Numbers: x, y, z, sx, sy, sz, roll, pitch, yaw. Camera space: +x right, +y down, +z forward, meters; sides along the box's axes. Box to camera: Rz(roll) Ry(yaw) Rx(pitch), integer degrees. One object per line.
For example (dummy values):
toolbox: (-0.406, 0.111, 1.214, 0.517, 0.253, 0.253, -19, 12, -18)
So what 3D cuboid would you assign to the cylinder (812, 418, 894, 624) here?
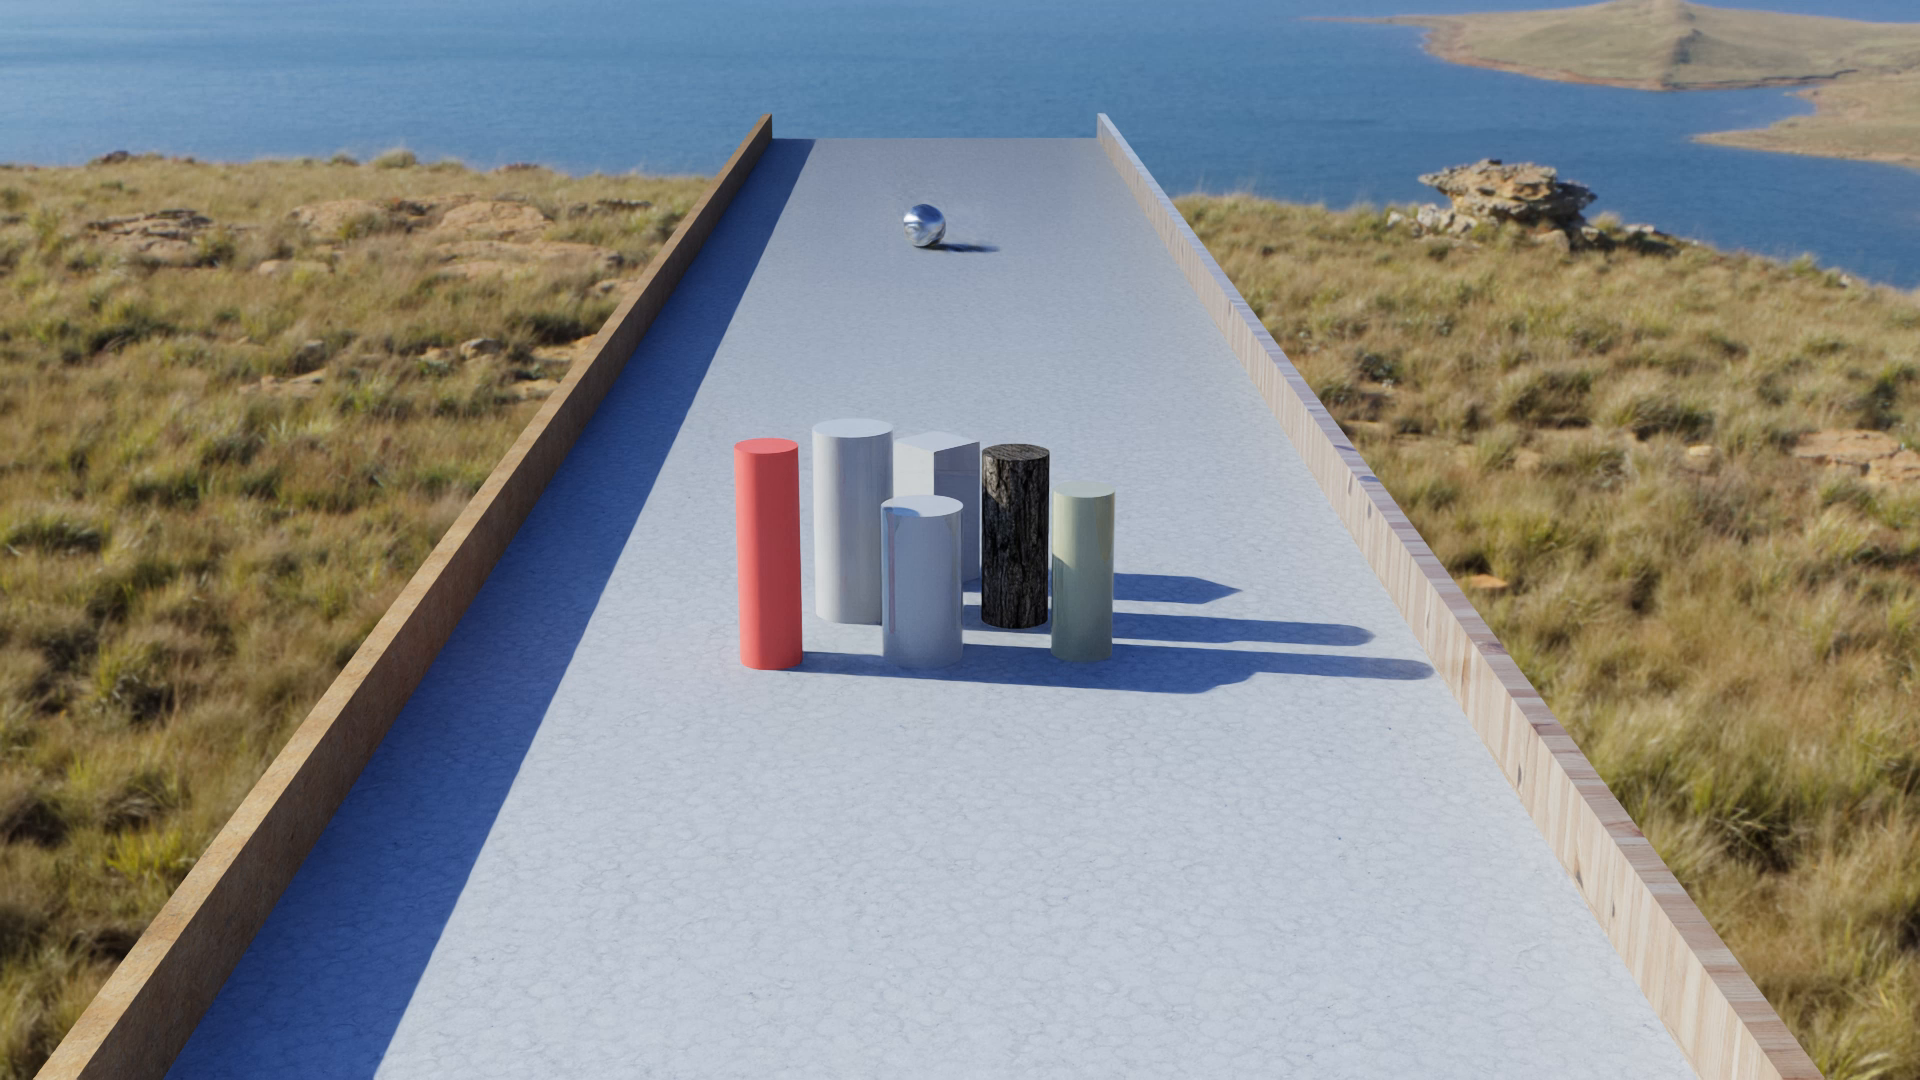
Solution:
cylinder: (-0.224, -0.041, 4.655, 0.171, 0.404, 0.171, 0, 17, 0)

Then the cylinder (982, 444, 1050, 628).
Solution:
cylinder: (0.116, -0.009, 4.618, 0.141, 0.364, 0.141, 0, 17, 0)

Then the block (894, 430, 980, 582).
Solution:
block: (-0.055, -0.068, 4.901, 0.140, 0.315, 0.140, -15, 22, -41)

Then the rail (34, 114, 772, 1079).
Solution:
rail: (-1.118, -0.838, 7.780, 0.050, 0.150, 12.000, 0, 17, -1)

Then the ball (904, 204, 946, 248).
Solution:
ball: (-0.151, -1.348, 9.436, 0.184, 0.184, 0.184, 0, 17, 0)

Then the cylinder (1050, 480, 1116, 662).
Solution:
cylinder: (0.247, 0.063, 4.414, 0.125, 0.342, 0.125, 0, 17, 0)

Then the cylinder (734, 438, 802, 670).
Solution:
cylinder: (-0.378, 0.028, 4.355, 0.125, 0.443, 0.125, 0, 17, 0)

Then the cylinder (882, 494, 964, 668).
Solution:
cylinder: (-0.075, 0.082, 4.403, 0.163, 0.313, 0.163, 0, 17, 0)

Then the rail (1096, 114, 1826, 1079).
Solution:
rail: (0.932, -0.844, 7.801, 0.050, 0.150, 12.000, 0, 17, -1)
